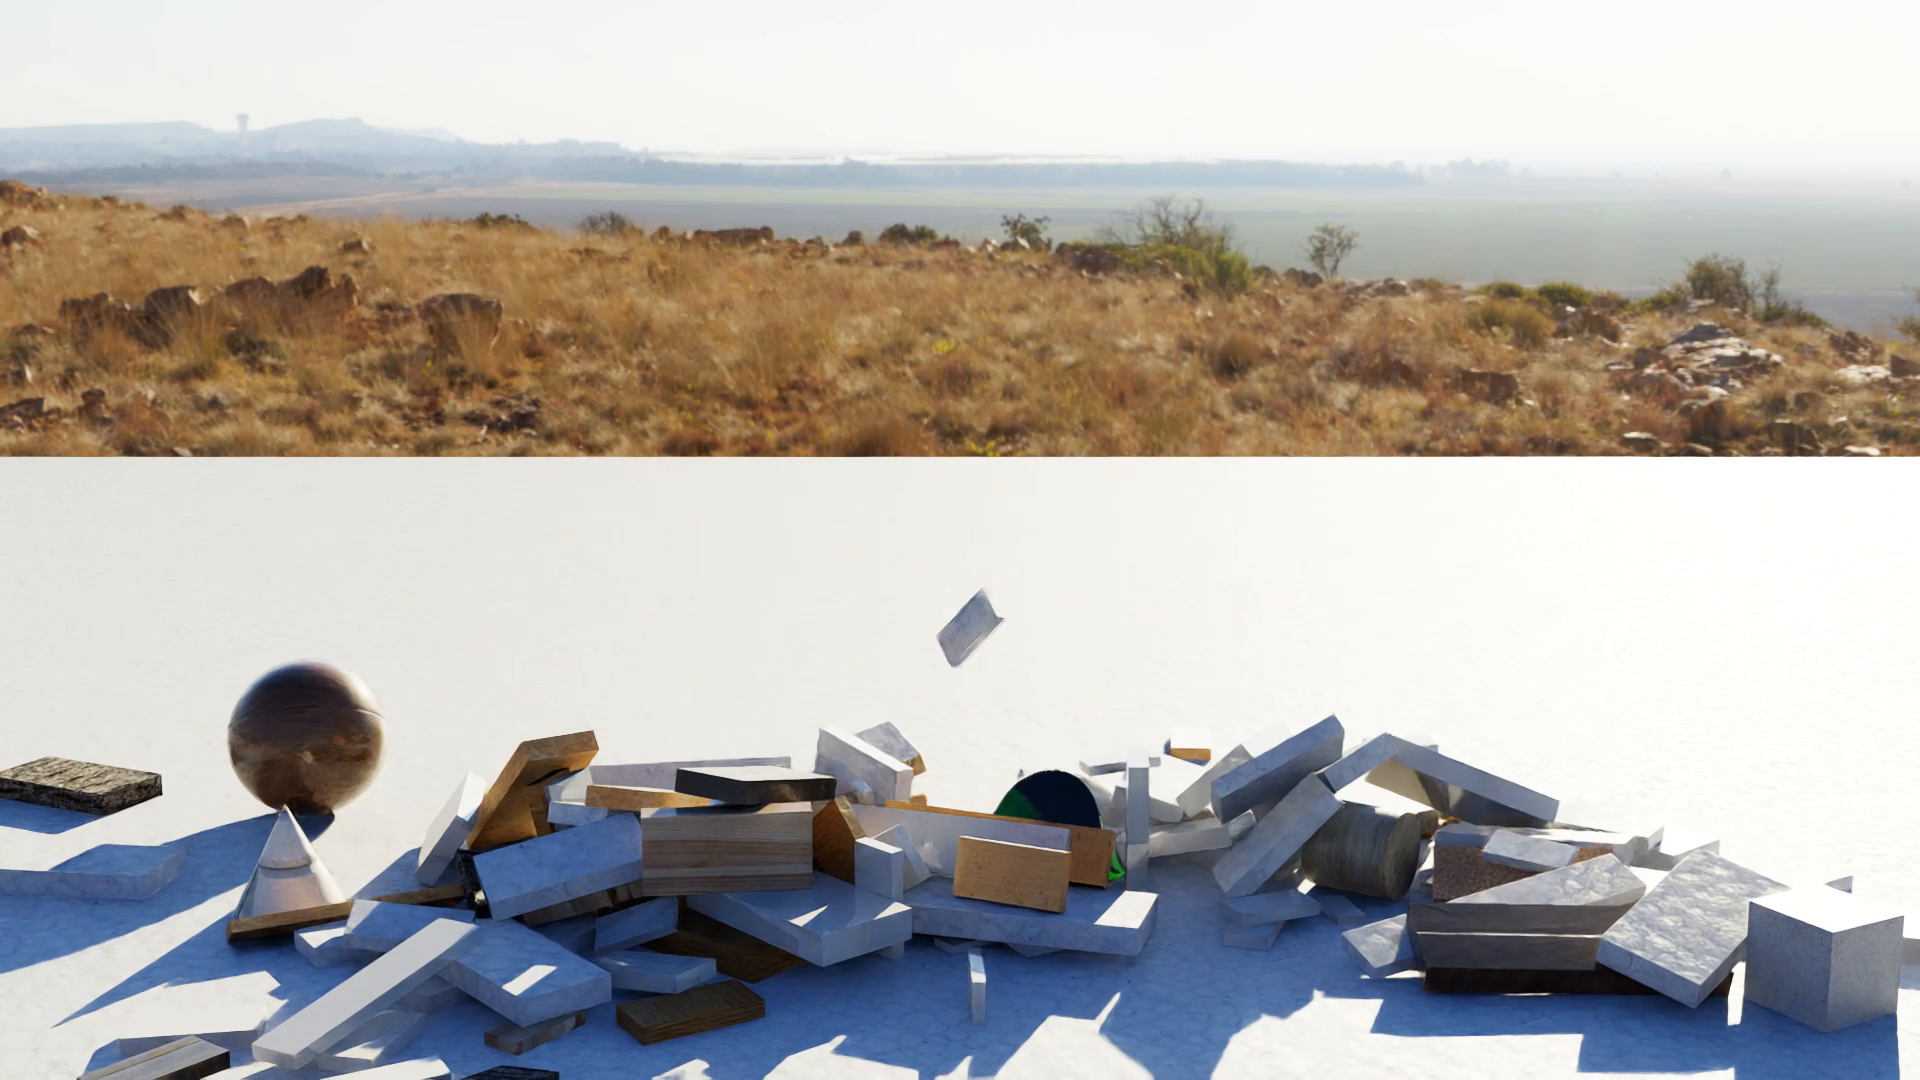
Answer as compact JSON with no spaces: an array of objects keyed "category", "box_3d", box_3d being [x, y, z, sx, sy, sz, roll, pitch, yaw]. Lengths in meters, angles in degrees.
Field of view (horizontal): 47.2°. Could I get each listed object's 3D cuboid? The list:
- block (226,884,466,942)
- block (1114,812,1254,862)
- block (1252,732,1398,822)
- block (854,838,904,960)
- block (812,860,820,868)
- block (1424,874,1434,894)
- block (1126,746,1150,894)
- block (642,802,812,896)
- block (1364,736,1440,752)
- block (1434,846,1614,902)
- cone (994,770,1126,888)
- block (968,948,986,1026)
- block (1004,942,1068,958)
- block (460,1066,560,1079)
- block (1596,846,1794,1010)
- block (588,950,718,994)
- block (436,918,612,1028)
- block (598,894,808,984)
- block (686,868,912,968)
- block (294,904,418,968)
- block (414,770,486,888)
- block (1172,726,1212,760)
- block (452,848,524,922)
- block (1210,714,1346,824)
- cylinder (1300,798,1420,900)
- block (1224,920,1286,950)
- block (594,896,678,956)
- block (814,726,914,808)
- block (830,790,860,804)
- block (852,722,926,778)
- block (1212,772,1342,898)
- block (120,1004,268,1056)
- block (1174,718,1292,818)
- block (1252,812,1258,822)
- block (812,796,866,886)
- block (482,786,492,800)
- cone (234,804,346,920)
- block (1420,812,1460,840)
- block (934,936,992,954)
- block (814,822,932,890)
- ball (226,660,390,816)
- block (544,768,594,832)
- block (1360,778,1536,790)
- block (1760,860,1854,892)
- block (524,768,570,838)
[{"category":"block","box_3d":[-0.975,0.593,3.505,0.369,0.020,0.070,-6,-19,-27]},{"category":"block","box_3d":[0.375,0.513,3.787,0.239,0.034,0.120,-13,-1,27]},{"category":"block","box_3d":[0.635,0.420,3.856,0.147,0.042,0.293,-28,-7,-25]},{"category":"block","box_3d":[-0.125,0.553,3.398,0.024,0.171,0.085,-10,14,-42]},{"category":"block","box_3d":[-0.168,0.533,3.673,0.262,0.037,0.131,1,11,7]},{"category":"block","box_3d":[0.831,0.574,3.709,0.062,0.017,0.123,5,12,26]},{"category":"block","box_3d":[0.293,0.474,3.639,0.034,0.238,0.119,1,11,3]},{"category":"block","box_3d":[-0.358,0.476,3.386,0.259,0.130,0.037,-1,16,-7]},{"category":"block","box_3d":[0.906,0.422,4.518,0.139,0.020,0.069,-1,11,-7]},{"category":"block","box_3d":[0.916,0.557,3.572,0.287,0.041,0.144,-1,28,13]},{"category":"cone","box_3d":[0.210,0.533,3.682,0.242,0.242,0.242,11,-12,45]},{"category":"block","box_3d":[0.024,0.646,3.183,0.019,0.067,0.134,0,11,-2]},{"category":"block","box_3d":[0.157,0.616,3.461,0.171,0.024,0.086,-6,12,-29]},{"category":"block","box_3d":[-0.594,0.709,2.845,0.085,0.024,0.170,2,-4,15]},{"category":"block","box_3d":[1.096,0.572,3.275,0.156,0.044,0.311,24,35,36]},{"category":"block","box_3d":[-0.464,0.639,3.256,0.189,0.027,0.095,-2,5,32]},{"category":"block","box_3d":[-0.655,0.627,3.222,0.147,0.042,0.294,-9,16,-42]},{"category":"block","box_3d":[-0.387,0.606,3.447,0.345,0.049,0.172,9,14,39]},{"category":"block","box_3d":[-0.252,0.567,3.393,0.172,0.049,0.345,-9,14,-41]},{"category":"block","box_3d":[-0.925,0.618,3.440,0.201,0.028,0.100,-7,13,-34]},{"category":"block","box_3d":[-0.883,0.499,3.816,0.037,0.129,0.258,35,4,-13]},{"category":"block","box_3d":[0.476,0.418,4.533,0.080,0.023,0.160,1,11,5]},{"category":"block","box_3d":[-0.764,0.561,3.562,0.081,0.023,0.161,16,19,-32]},{"category":"block","box_3d":[0.531,0.384,3.678,0.239,0.034,0.119,-28,-29,-9]},{"category":"cylinder","box_3d":[0.669,0.514,3.672,0.148,0.148,0.148,7,13,34]},{"category":"block","box_3d":[0.469,0.613,3.490,0.071,0.020,0.142,4,11,19]},{"category":"block","box_3d":[-0.499,0.595,3.396,0.131,0.019,0.066,-19,36,9]},{"category":"block","box_3d":[-0.171,0.416,3.814,0.033,0.118,0.236,-2,15,-38]},{"category":"block","box_3d":[-0.296,0.490,3.691,0.262,0.037,0.131,-17,8,7]},{"category":"block","box_3d":[-0.163,0.429,4.341,0.128,0.036,0.257,-20,15,-12]},{"category":"block","box_3d":[0.524,0.495,3.653,0.034,0.239,0.119,44,4,-11]},{"category":"block","box_3d":[-1.072,0.686,3.080,0.183,0.026,0.091,-2,11,-10]},{"category":"block","box_3d":[0.496,0.407,3.945,0.157,0.044,0.314,-43,-11,17]},{"category":"block","box_3d":[0.581,0.509,4.053,0.069,0.020,0.139,0,10,0]},{"category":"block","box_3d":[-0.175,0.508,3.477,0.026,0.182,0.091,-7,-29,-50]},{"category":"block","box_3d":[-0.840,0.473,4.113,0.104,0.015,0.052,-2,11,-9]},{"category":"cone","box_3d":[-1.095,0.515,3.583,0.178,0.178,0.178,0,11,0]},{"category":"block","box_3d":[0.854,0.517,4.012,0.062,0.017,0.123,9,14,39]},{"category":"block","box_3d":[0.011,0.625,3.443,0.094,0.013,0.047,-8,13,-37]},{"category":"block","box_3d":[-0.140,0.528,3.497,0.191,0.095,0.027,-32,-4,37]},{"category":"ball","box_3d":[-1.208,0.366,4.079,0.290,0.290,0.290,0,11,0]},{"category":"block","box_3d":[-0.628,0.490,3.658,0.028,0.201,0.100,-13,5,22]},{"category":"block","box_3d":[0.917,0.480,4.147,0.292,0.041,0.146,7,13,34]},{"category":"block","box_3d":[1.399,0.575,3.679,0.179,0.025,0.090,-7,12,-32]},{"category":"block","box_3d":[-0.660,0.489,3.657,0.028,0.201,0.100,-13,6,22]}]
